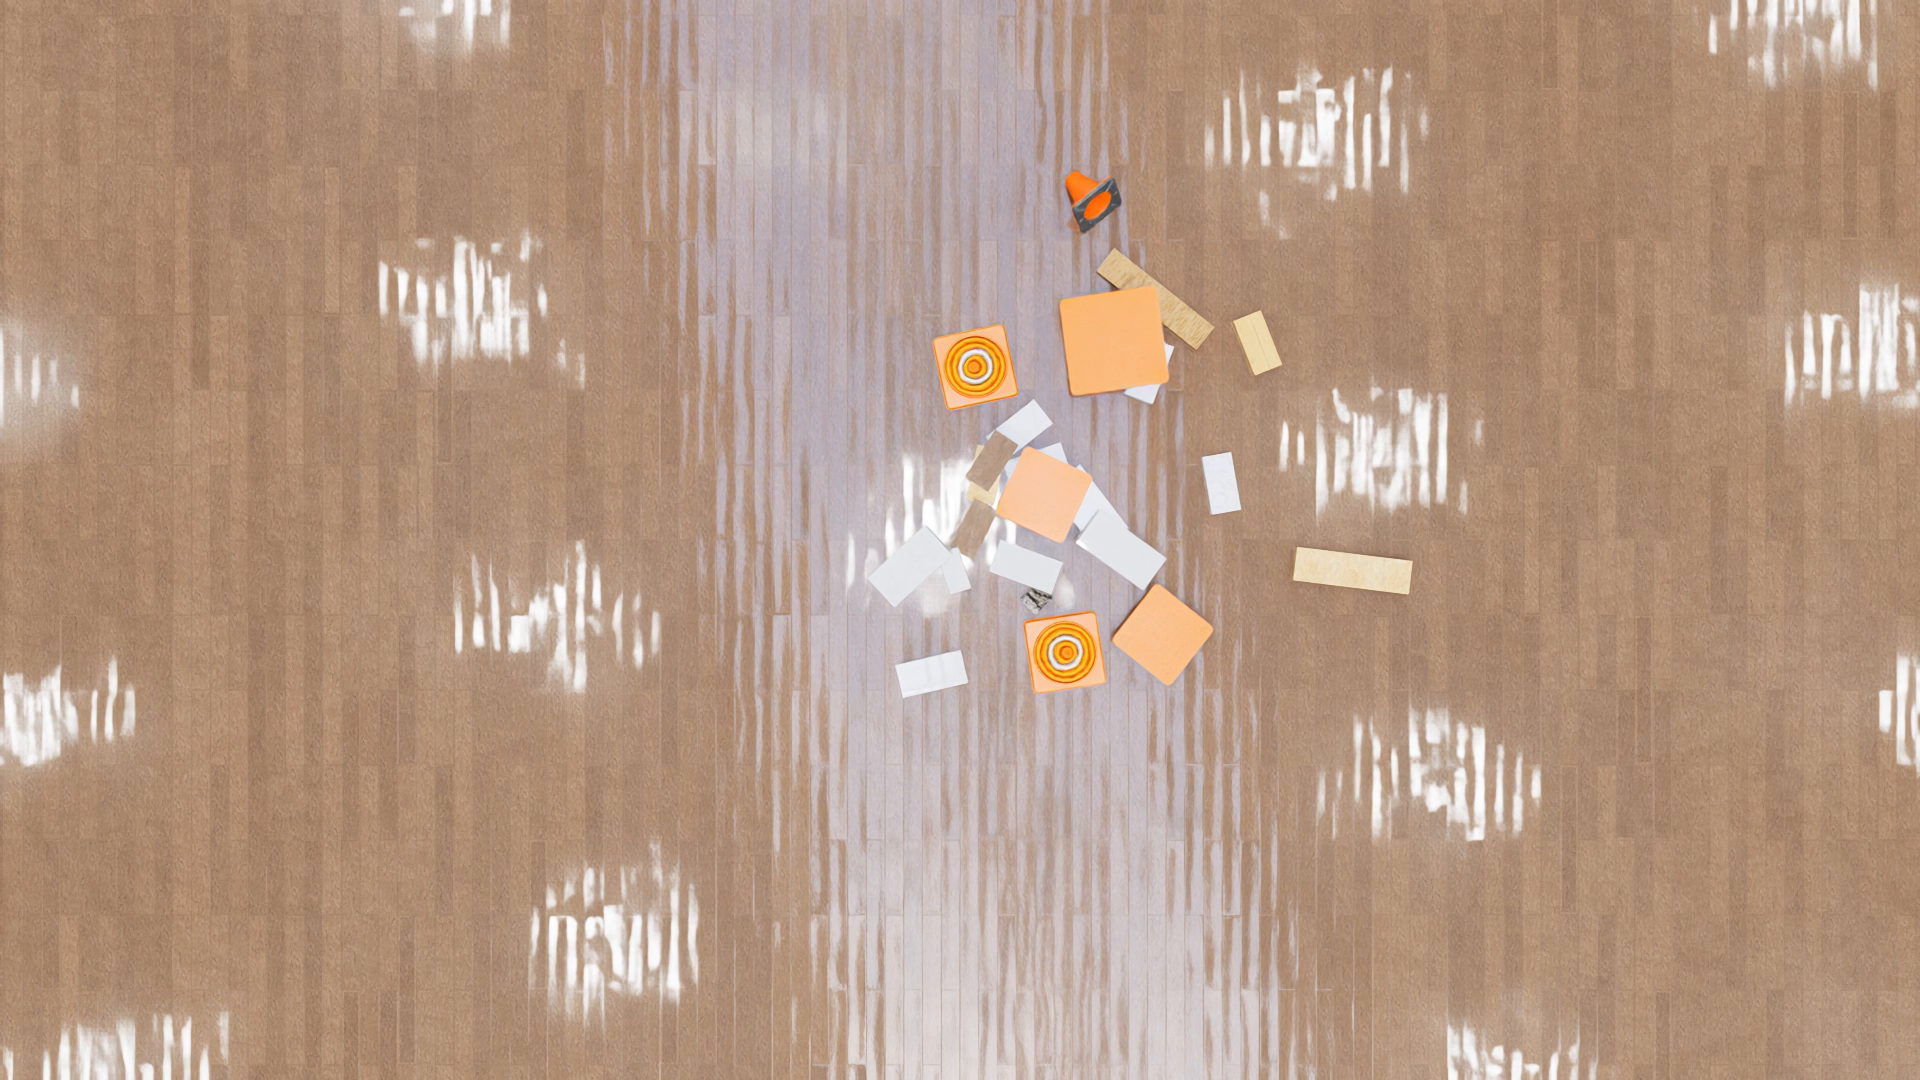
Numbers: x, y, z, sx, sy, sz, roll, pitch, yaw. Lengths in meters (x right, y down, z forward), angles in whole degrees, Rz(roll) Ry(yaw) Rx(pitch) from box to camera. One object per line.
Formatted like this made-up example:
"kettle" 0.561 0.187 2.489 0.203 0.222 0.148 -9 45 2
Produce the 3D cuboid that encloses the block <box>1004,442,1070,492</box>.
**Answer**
"block" 0.255 -0.243 5.486 0.202 0.029 0.101 -19 90 0

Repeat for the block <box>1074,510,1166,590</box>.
"block" 0.531 0.032 5.452 0.280 0.037 0.131 35 93 -11

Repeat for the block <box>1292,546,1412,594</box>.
"block" 1.303 0.102 5.484 0.385 0.031 0.111 7 90 0

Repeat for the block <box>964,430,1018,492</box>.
"block" 0.105 -0.261 5.436 0.093 0.026 0.185 33 99 -1

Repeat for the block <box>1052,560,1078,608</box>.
"block" 0.327 0.145 5.461 0.072 0.020 0.143 -25 80 3

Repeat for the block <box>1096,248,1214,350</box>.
"block" 0.648 -0.800 5.486 0.424 0.027 0.097 38 90 0

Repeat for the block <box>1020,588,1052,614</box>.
"block" 0.277 0.174 5.490 0.143 0.020 0.072 -44 90 0

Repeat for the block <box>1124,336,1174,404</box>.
"block" 0.628 -0.564 5.486 0.101 0.029 0.202 21 90 0

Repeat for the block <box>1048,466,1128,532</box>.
"block" 0.425 -0.106 5.481 0.131 0.037 0.262 -37 90 0

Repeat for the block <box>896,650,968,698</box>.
"block" -0.093 0.444 5.484 0.221 0.031 0.111 -13 90 0

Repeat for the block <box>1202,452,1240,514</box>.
"block" 0.868 -0.188 5.486 0.097 0.027 0.194 -10 90 0

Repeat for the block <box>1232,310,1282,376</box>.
"block" 0.988 -0.654 5.486 0.097 0.027 0.194 -22 90 0

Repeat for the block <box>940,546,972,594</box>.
"block" -0.018 0.101 5.475 0.072 0.020 0.143 -17 98 9

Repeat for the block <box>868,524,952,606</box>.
"block" -0.164 0.086 5.459 0.262 0.037 0.131 -43 90 10

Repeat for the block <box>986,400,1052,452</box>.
"block" 0.197 -0.365 5.486 0.202 0.029 0.101 -38 90 0

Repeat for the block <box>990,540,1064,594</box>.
"block" 0.221 0.090 5.459 0.221 0.031 0.111 20 90 14

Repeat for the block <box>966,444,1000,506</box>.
"block" 0.087 -0.216 5.470 0.093 0.026 0.185 12 99 3

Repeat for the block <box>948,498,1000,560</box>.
"block" 0.045 -0.036 5.473 0.093 0.026 0.185 28 99 0
